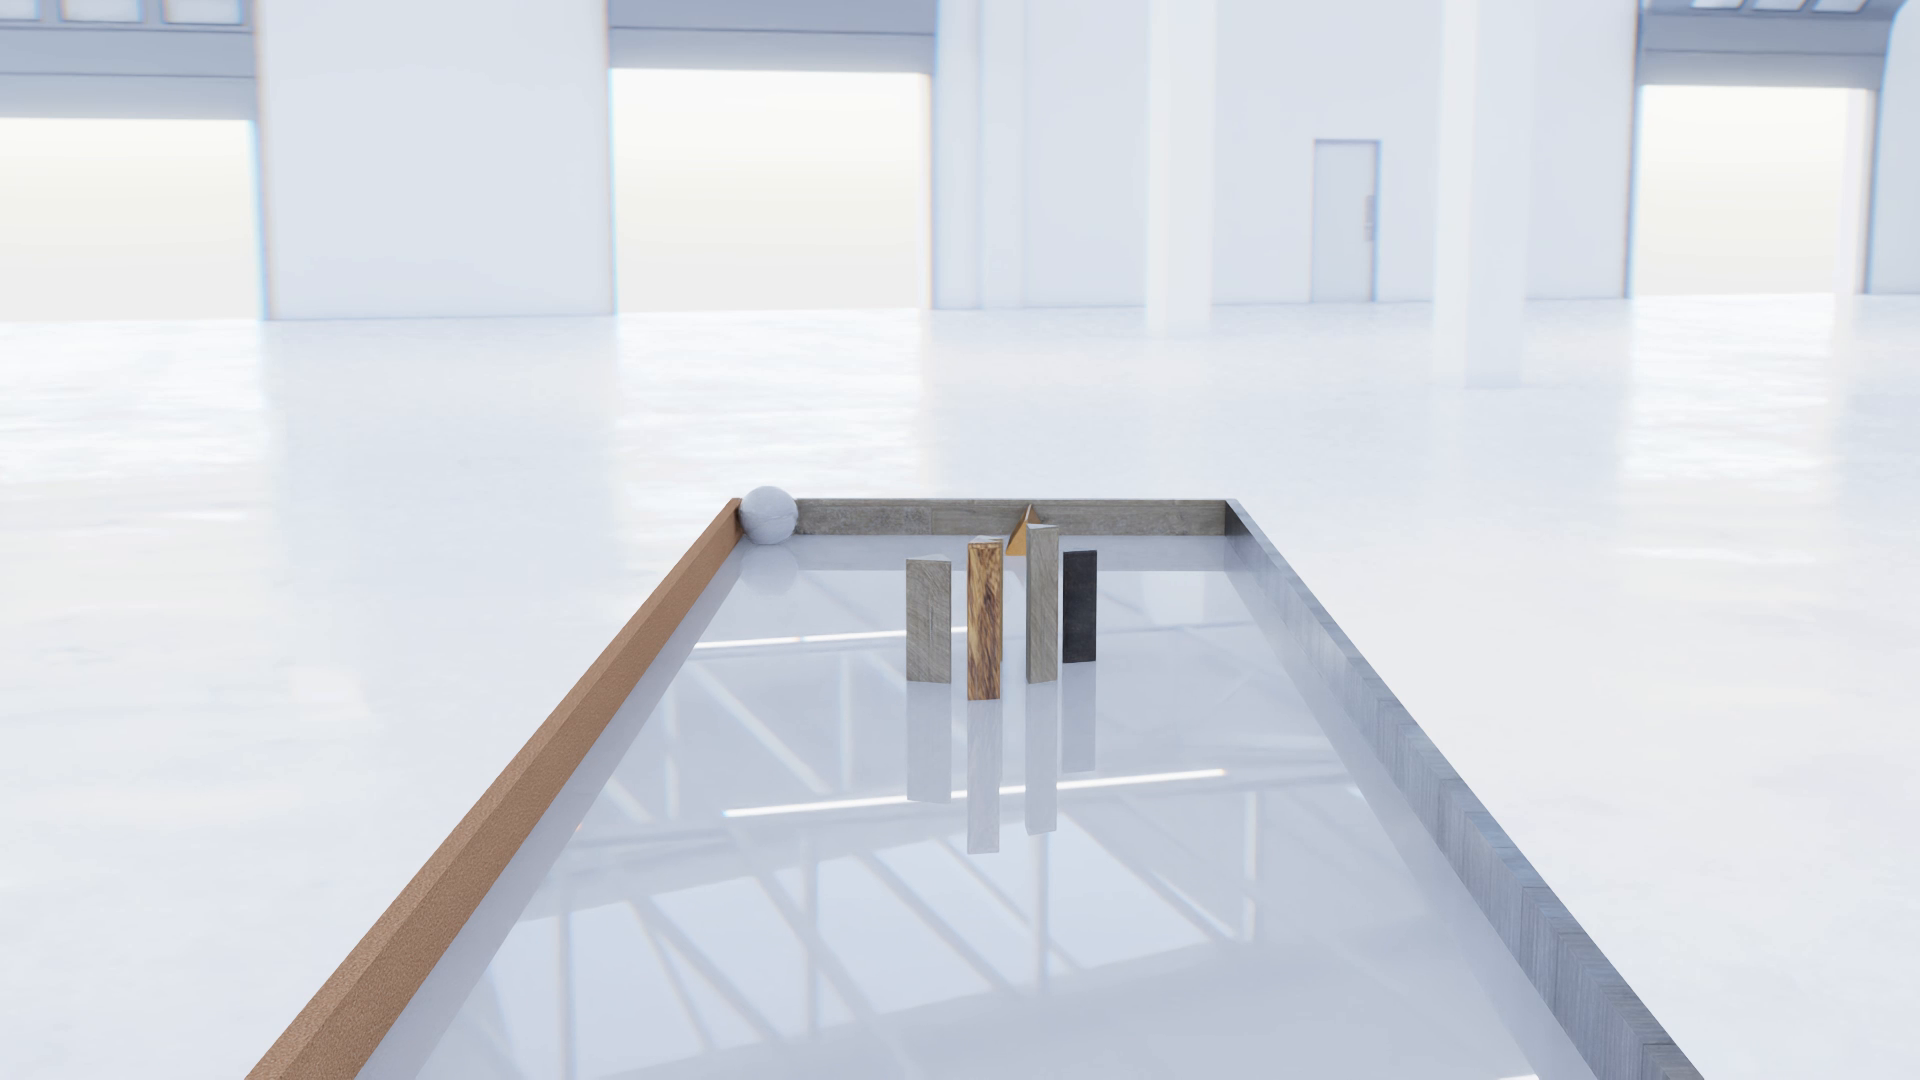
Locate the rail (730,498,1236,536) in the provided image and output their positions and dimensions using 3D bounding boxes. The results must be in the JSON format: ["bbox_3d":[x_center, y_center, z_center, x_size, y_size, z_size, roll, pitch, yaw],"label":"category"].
[{"bbox_3d":[0.099,-0.098,9.147,2.100,0.150,0.050,0,9,1],"label":"rail"}]

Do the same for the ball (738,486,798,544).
[{"bbox_3d":[-0.776,-0.102,8.888,0.239,0.239,0.239,0,9,0],"label":"ball"}]

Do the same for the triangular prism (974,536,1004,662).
[{"bbox_3d":[0.072,0.178,6.683,0.096,0.377,0.083,-3,9,-18],"label":"triangular prism"}]

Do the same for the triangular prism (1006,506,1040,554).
[{"bbox_3d":[0.273,-0.045,8.844,0.155,0.134,0.450,1,9,4],"label":"triangular prism"}]

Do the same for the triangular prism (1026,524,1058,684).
[{"bbox_3d":[0.220,0.183,6.403,0.101,0.455,0.087,-6,11,-33],"label":"triangular prism"}]

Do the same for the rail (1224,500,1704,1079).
[{"bbox_3d":[1.046,0.843,3.208,0.050,0.150,12.000,0,9,1],"label":"rail"}]

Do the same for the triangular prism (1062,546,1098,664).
[{"bbox_3d":[0.348,0.194,6.688,0.109,0.343,0.094,-3,10,-19],"label":"triangular prism"}]

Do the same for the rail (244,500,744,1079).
[{"bbox_3d":[-1.004,0.839,3.234,0.050,0.150,12.000,0,9,1],"label":"rail"}]

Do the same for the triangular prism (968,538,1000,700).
[{"bbox_3d":[0.058,0.222,6.182,0.093,0.447,0.081,-2,9,-12],"label":"triangular prism"}]

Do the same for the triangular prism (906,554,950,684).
[{"bbox_3d":[-0.074,0.227,6.429,0.136,0.360,0.118,3,9,17],"label":"triangular prism"}]
